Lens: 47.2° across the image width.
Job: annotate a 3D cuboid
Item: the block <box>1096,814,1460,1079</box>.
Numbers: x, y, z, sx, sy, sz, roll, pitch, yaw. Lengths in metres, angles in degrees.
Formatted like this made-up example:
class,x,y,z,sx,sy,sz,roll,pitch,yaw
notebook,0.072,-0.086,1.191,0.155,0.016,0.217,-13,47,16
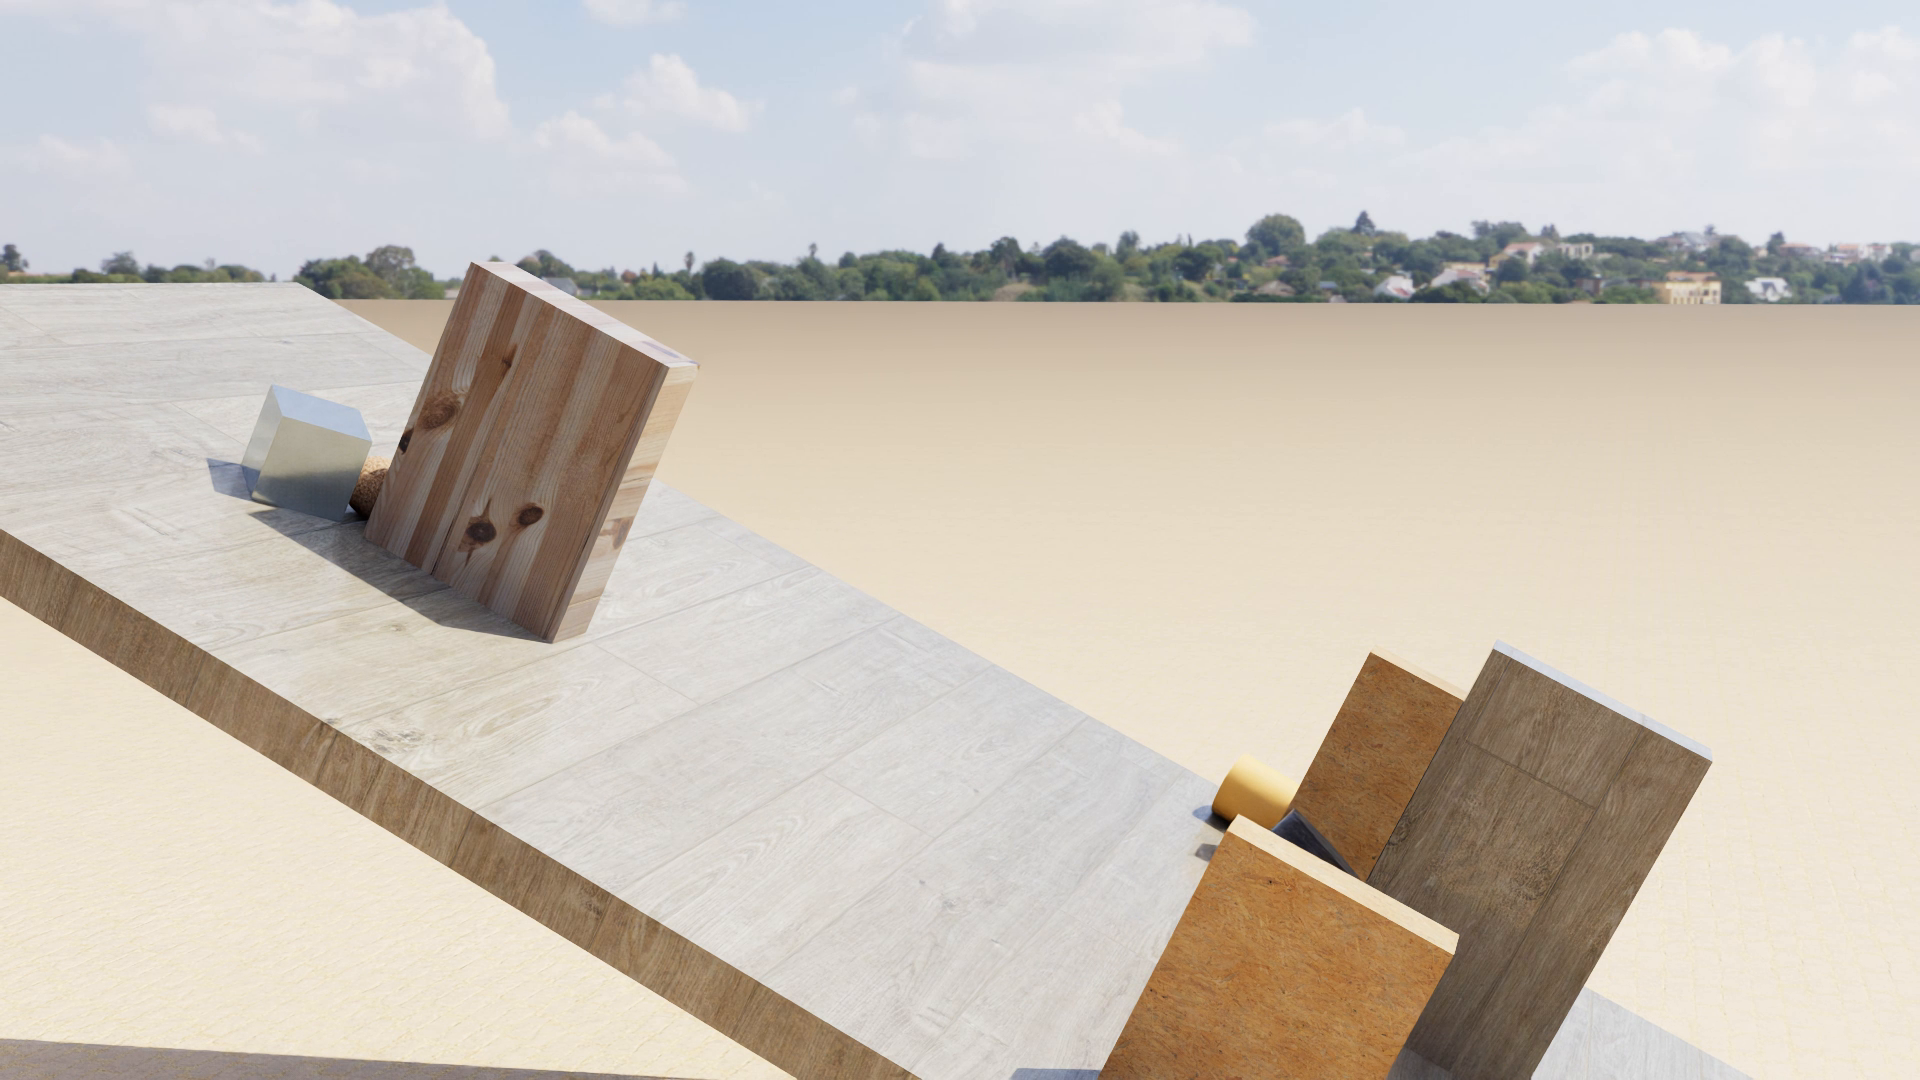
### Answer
class,x,y,z,sx,sy,sz,roll,pitch,yaw
block,0.459,0.698,3.232,0.360,0.461,0.098,28,14,12

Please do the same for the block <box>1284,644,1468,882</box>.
class,x,y,z,sx,sy,sz,roll,pitch,yaw
block,0.900,0.528,4.549,0.359,0.508,0.097,28,14,12

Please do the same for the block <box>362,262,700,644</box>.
class,x,y,z,sx,sy,sz,roll,pitch,yaw
block,-0.792,-0.164,4.048,0.430,0.561,0.134,28,14,12

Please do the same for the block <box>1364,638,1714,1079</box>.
class,x,y,z,sx,sy,sz,roll,pitch,yaw
block,0.982,0.599,3.960,0.414,0.727,0.108,28,14,12

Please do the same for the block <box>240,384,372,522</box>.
class,x,y,z,sx,sy,sz,roll,pitch,yaw
block,-1.224,-0.162,4.116,0.171,0.171,0.171,17,16,-30

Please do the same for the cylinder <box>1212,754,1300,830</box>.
class,x,y,z,sx,sy,sz,roll,pitch,yaw
cylinder,0.645,0.561,4.747,0.148,0.148,0.148,30,18,19

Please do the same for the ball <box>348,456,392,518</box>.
class,x,y,z,sx,sy,sz,roll,pitch,yaw
ball,-1.111,-0.100,4.188,0.120,0.120,0.120,0,7,0

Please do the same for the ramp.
class,x,y,z,sx,sy,sz,roll,pitch,yaw
ramp,-0.256,0.433,4.166,4.000,0.100,2.000,28,14,12

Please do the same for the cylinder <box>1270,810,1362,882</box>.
class,x,y,z,sx,sy,sz,roll,pitch,yaw
cylinder,0.625,0.647,4.155,0.196,0.196,0.196,-43,4,6
